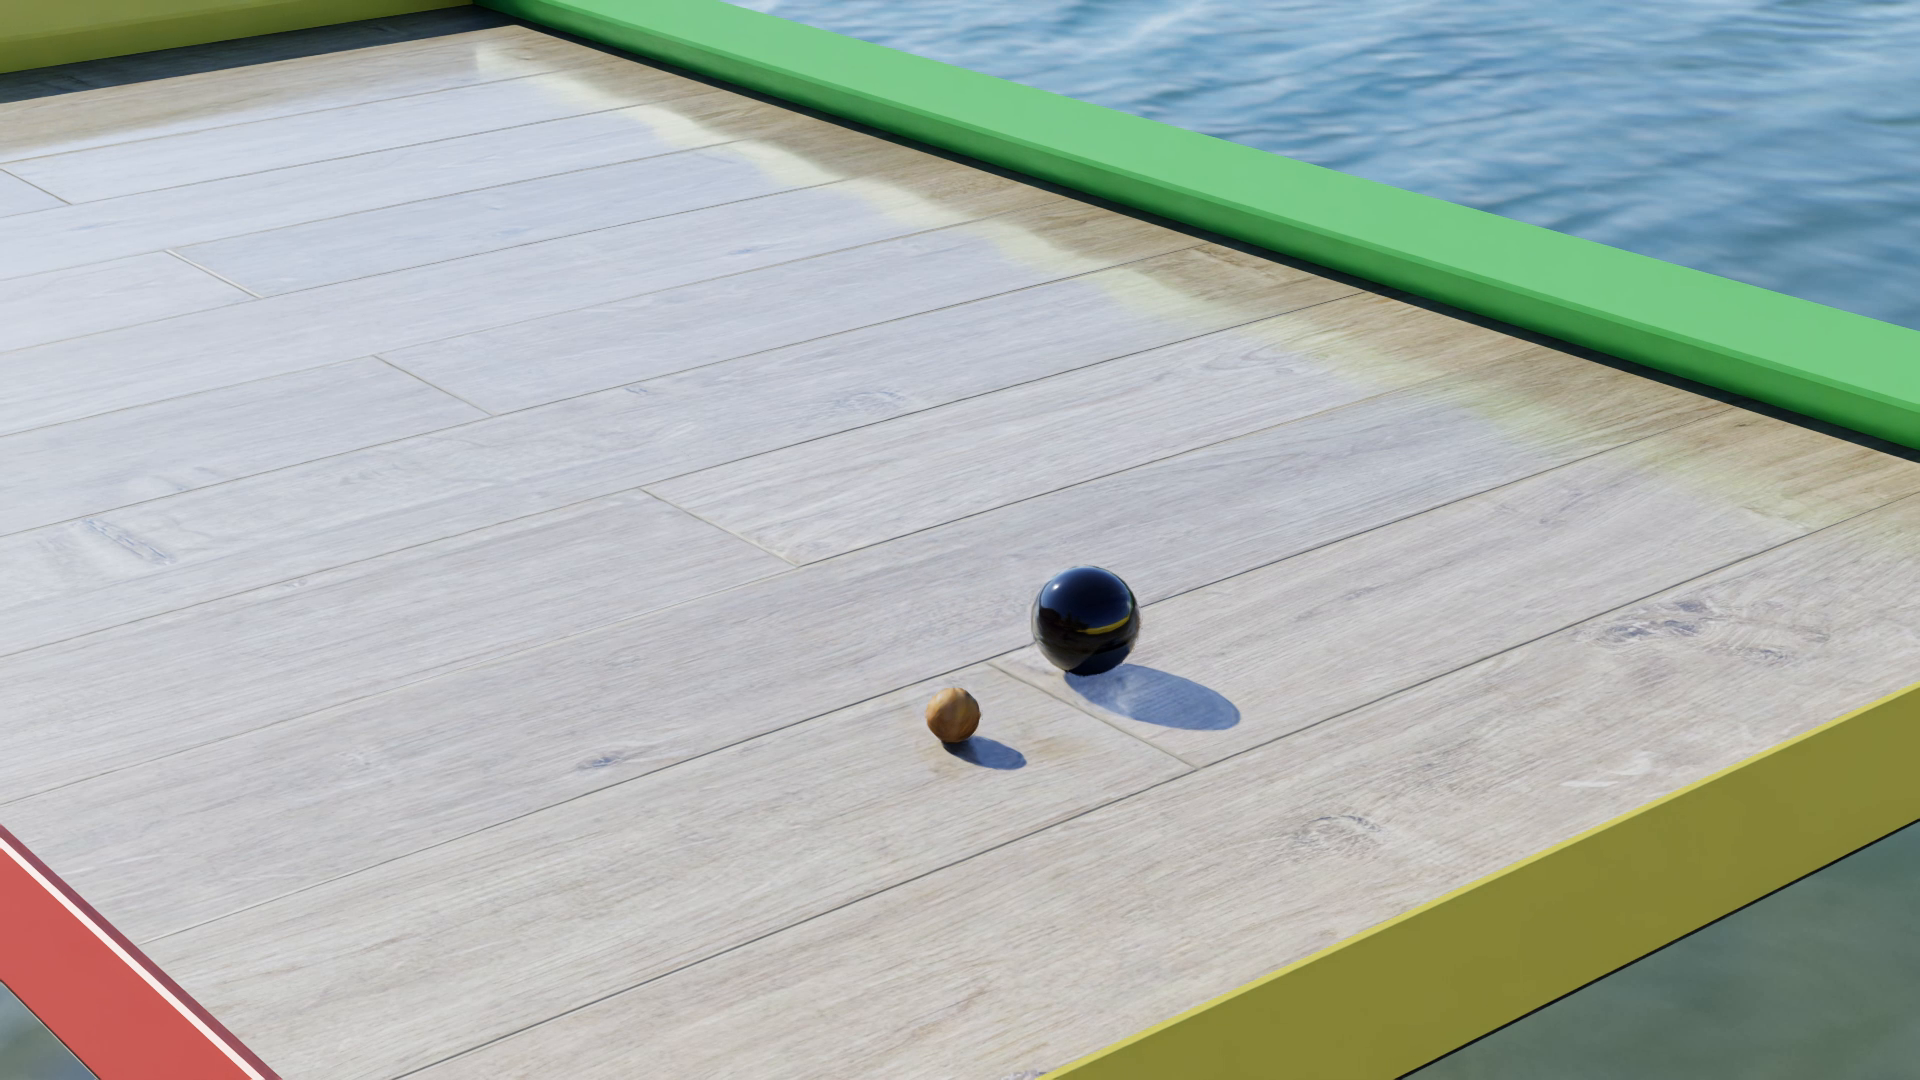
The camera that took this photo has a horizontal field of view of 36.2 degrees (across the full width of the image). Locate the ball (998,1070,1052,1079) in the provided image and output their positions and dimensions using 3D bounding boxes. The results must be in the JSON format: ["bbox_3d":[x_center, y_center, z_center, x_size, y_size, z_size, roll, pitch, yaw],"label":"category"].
[{"bbox_3d":[0.039,0.333,1.671,0.062,0.062,0.062,0,22,0],"label":"ball"}]

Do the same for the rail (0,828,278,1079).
[{"bbox_3d":[-1.176,-0.043,2.535,0.045,0.113,3.131,-17,27,-36],"label":"rail"}]

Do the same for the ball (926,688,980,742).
[{"bbox_3d":[-0.005,0.131,2.201,0.041,0.041,0.041,0,22,0],"label":"ball"}]

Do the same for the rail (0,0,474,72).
[{"bbox_3d":[-1.467,-0.696,4.160,1.806,0.113,0.045,-17,27,-36],"label":"rail"}]

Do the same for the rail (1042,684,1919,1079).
[{"bbox_3d":[0.479,0.196,1.940,1.806,0.113,0.045,-17,27,-36],"label":"rail"}]

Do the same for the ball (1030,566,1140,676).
[{"bbox_3d":[0.099,0.063,2.309,0.087,0.087,0.087,0,22,0],"label":"ball"}]

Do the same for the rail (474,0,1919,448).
[{"bbox_3d":[0.189,-0.457,3.565,0.045,0.113,3.131,-17,27,-36],"label":"rail"}]
